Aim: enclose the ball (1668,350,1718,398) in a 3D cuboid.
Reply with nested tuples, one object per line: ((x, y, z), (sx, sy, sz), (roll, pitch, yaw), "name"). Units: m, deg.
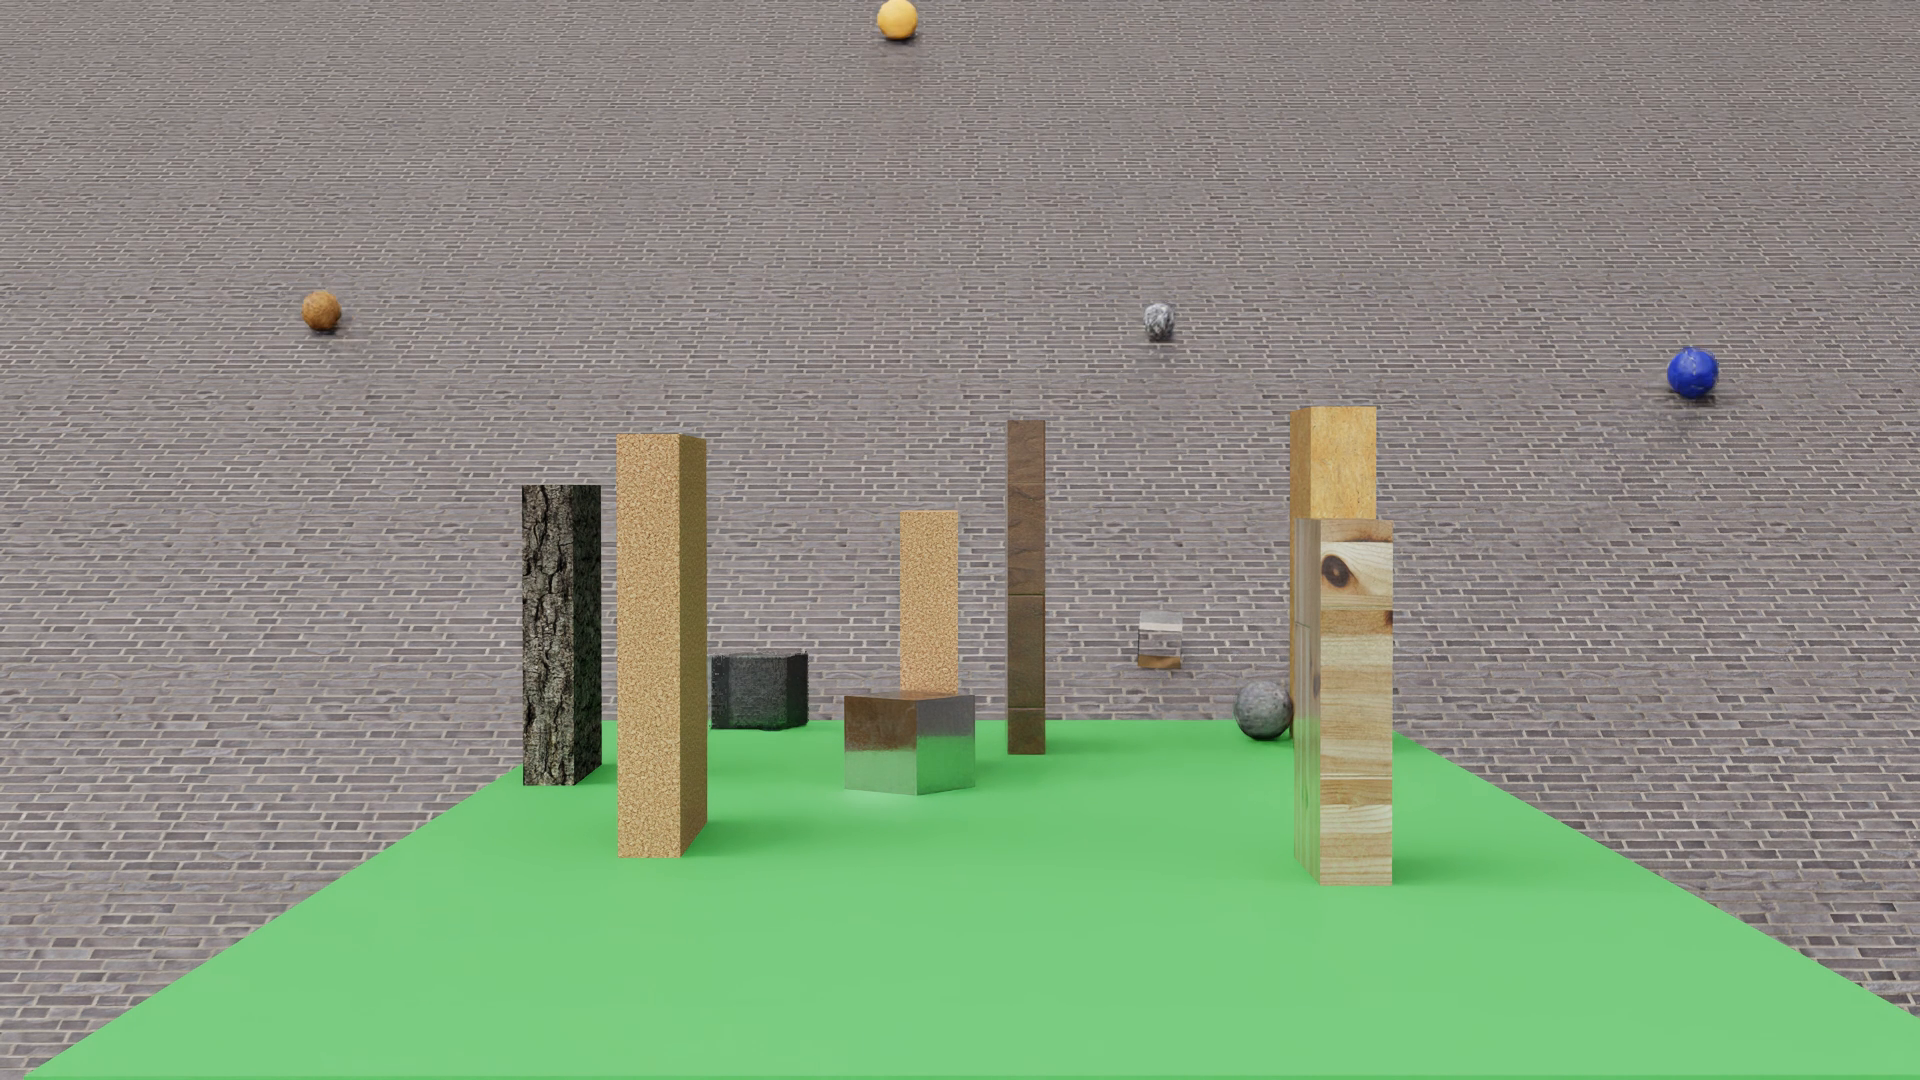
((2.442, -0.555, 8.608), (0.163, 0.163, 0.163), (0, 27, 0), "ball")

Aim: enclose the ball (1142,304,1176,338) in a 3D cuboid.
((0.702, -0.774, 9.090), (0.119, 0.119, 0.119), (0, 27, 0), "ball")

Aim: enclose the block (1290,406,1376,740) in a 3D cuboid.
((0.855, 0.085, 5.939), (0.146, 0.772, 0.360), (0, 1, 0), "block")

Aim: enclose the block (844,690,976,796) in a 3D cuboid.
((-0.099, 0.397, 5.082), (0.183, 0.183, 0.183), (1, 1, 38), "block")

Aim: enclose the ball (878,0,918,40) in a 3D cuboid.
((-0.301, -2.507, 12.433), (0.194, 0.194, 0.194), (0, 27, 0), "ball")

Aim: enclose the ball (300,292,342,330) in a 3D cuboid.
((-2.262, -0.812, 9.141), (0.139, 0.139, 0.139), (0, 27, 0), "ball")

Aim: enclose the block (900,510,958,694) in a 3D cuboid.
((-0.063, 0.211, 5.394), (0.116, 0.543, 0.373), (0, 1, 0), "block")

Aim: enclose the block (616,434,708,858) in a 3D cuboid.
((-0.497, 0.165, 4.336), (0.100, 0.676, 0.448), (0, 1, 0), "block")

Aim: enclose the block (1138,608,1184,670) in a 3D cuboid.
((0.546, 0.269, 7.030), (0.117, 0.117, 0.117), (3, 27, 6), "block")

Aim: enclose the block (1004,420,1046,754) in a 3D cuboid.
((0.147, 0.102, 5.888), (0.084, 0.741, 0.334), (0, 1, 0), "block")

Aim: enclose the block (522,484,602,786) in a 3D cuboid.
((-0.818, 0.185, 5.322), (0.101, 0.598, 0.402), (0, 1, 0), "block")

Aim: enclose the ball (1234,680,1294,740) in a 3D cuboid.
((0.713, 0.400, 6.057), (0.139, 0.139, 0.139), (0, 27, 0), "ball")

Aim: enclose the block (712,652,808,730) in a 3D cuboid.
((-0.496, 0.375, 6.409), (0.178, 0.178, 0.178), (0, 1, 21), "block")

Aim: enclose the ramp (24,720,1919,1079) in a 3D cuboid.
((0.061, 0.548, 4.584), (2.000, 0.100, 4.000), (0, 1, 0), "ramp")

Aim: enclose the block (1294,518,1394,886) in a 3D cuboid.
((0.587, 0.239, 3.967), (0.106, 0.541, 0.296), (0, 1, 0), "block")
